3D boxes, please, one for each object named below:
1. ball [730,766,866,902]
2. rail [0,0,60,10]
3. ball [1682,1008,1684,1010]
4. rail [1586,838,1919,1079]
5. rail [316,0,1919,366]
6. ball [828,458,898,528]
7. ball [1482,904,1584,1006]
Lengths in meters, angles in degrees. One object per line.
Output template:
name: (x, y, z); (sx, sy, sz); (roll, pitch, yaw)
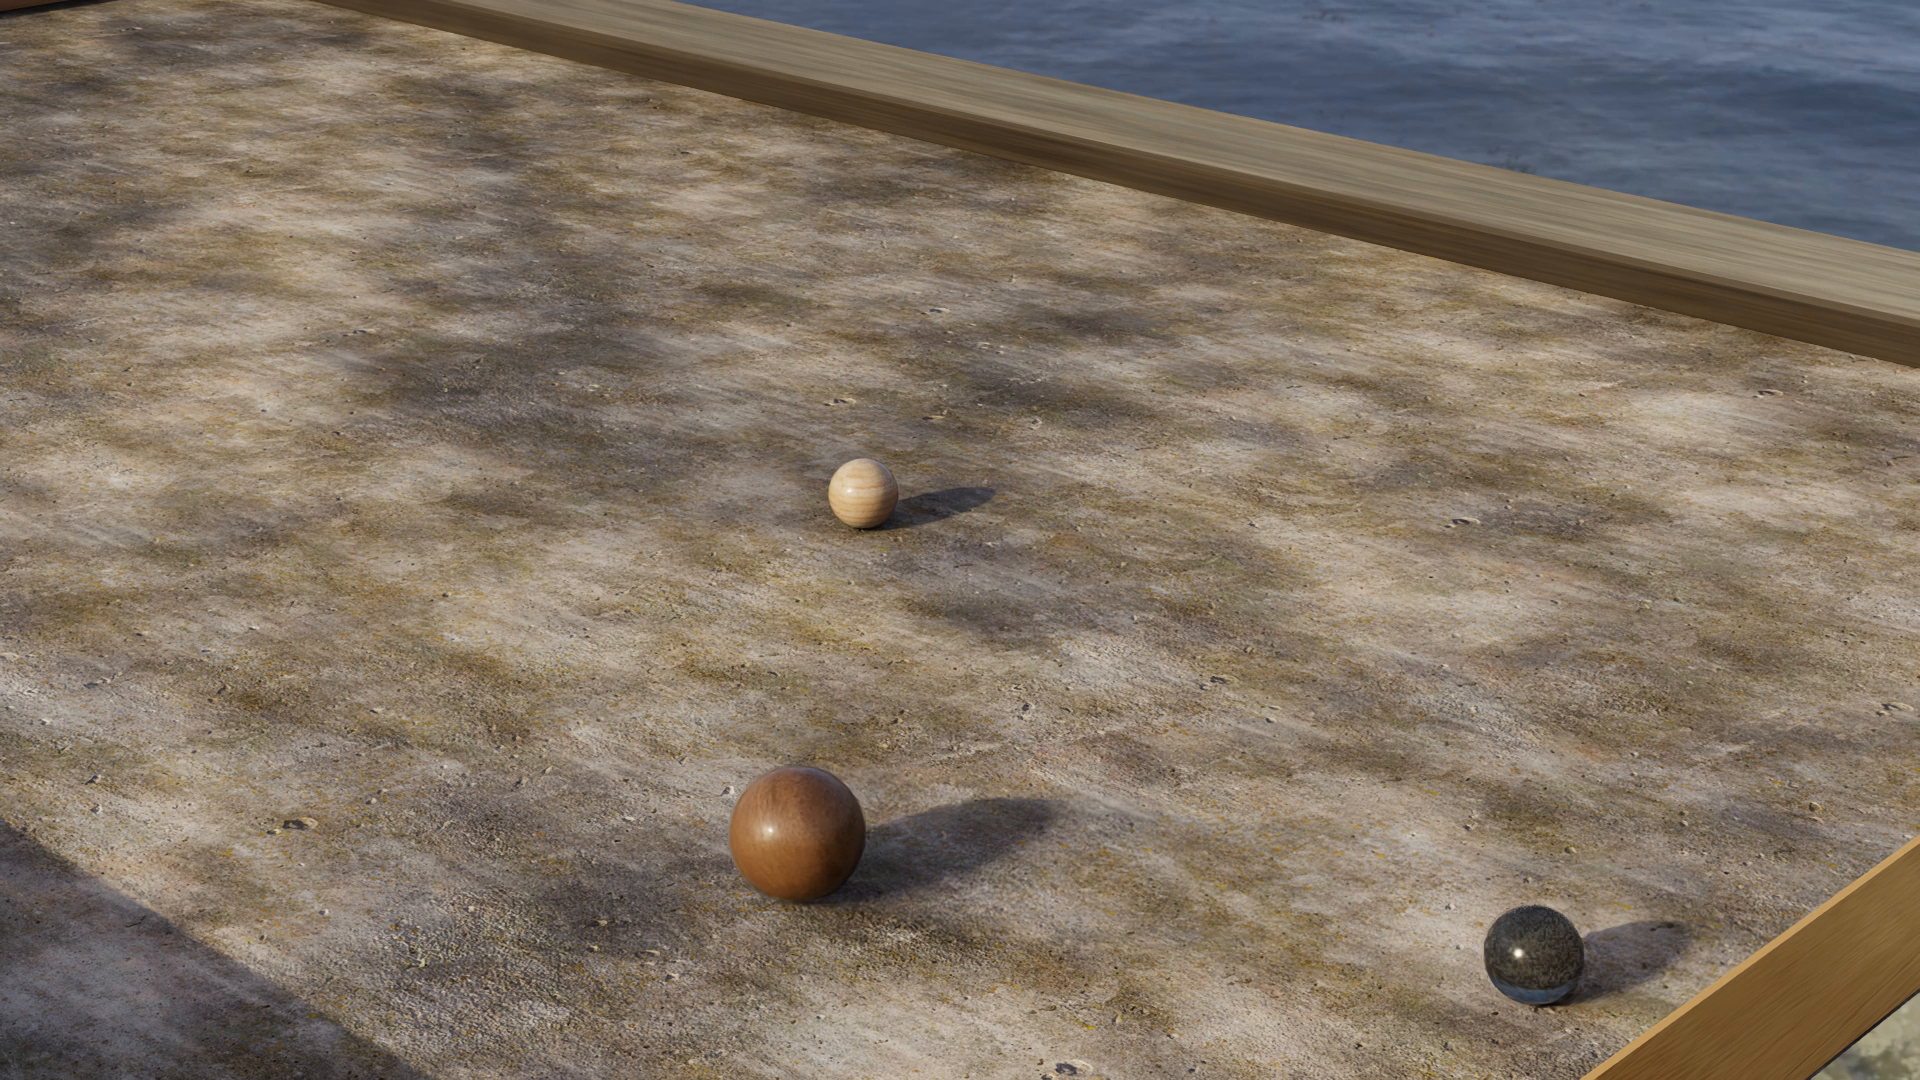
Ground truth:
ball: (-0.112, 0.203, 2.035); (0.095, 0.095, 0.095); (0, 22, 0)
rail: (-2.081, -0.749, 4.409); (0.045, 0.123, 2.250); (19, 28, 40)
ball: (0.465, 0.310, 1.826); (0.049, 0.049, 0.049); (0, 22, 0)
rail: (0.682, 0.205, 1.990); (0.045, 0.123, 2.250); (19, 28, 40)
rail: (0.055, -0.566, 3.945); (3.842, 0.123, 0.045); (19, 28, 40)
ball: (-0.089, -0.043, 2.700); (0.065, 0.065, 0.065); (0, 22, 0)
ball: (0.372, 0.269, 1.909); (0.065, 0.065, 0.065); (0, 22, 0)
